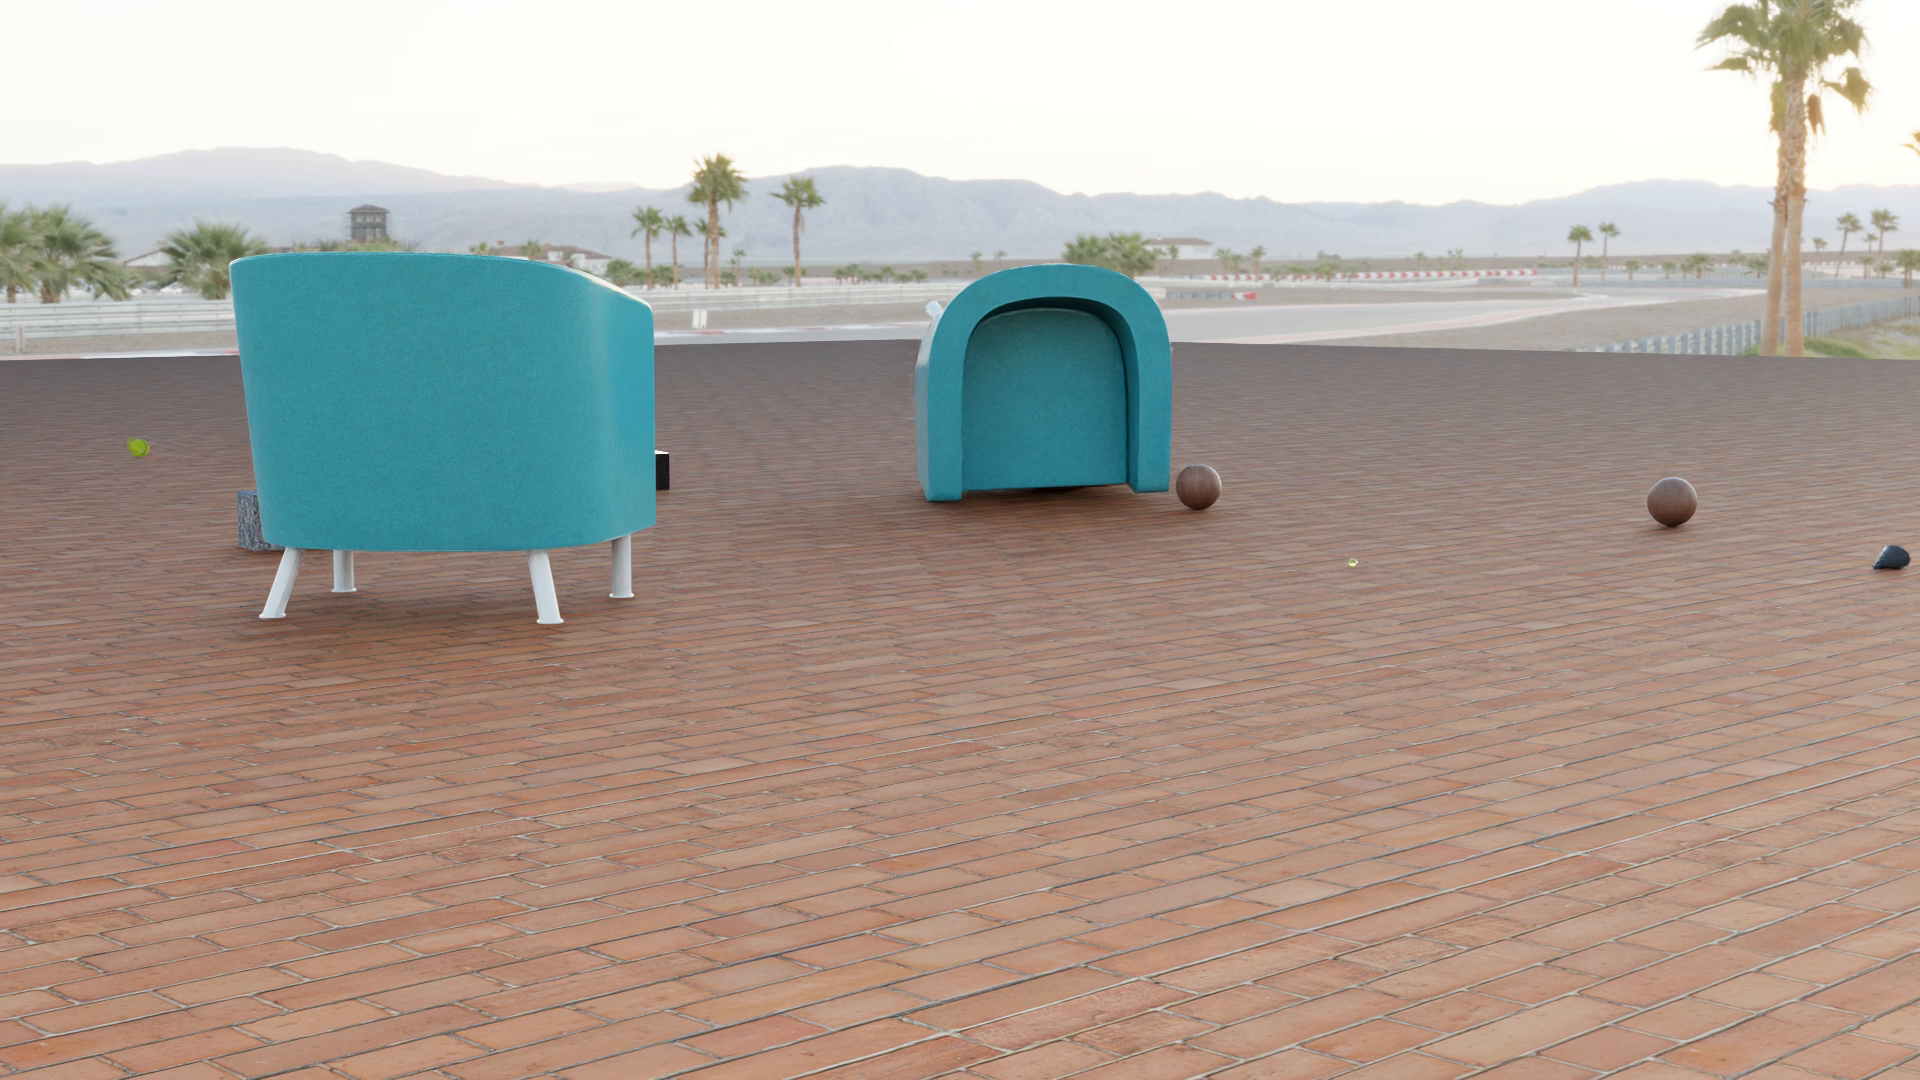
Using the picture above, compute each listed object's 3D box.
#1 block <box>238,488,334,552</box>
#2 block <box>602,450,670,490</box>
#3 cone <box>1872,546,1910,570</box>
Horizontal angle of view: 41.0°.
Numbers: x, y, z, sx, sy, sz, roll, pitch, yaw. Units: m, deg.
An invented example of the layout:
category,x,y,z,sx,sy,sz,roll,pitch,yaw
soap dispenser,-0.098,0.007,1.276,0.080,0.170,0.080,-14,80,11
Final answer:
category,x,y,z,sx,sy,sz,roll,pitch,yaw
block,-1.643,-0.051,6.250,0.192,0.135,0.132,-4,7,-32
block,-1.013,-0.219,7.996,0.153,0.111,0.209,-3,6,-25
cone,2.083,0.052,5.782,0.080,0.053,0.079,-24,16,-26
